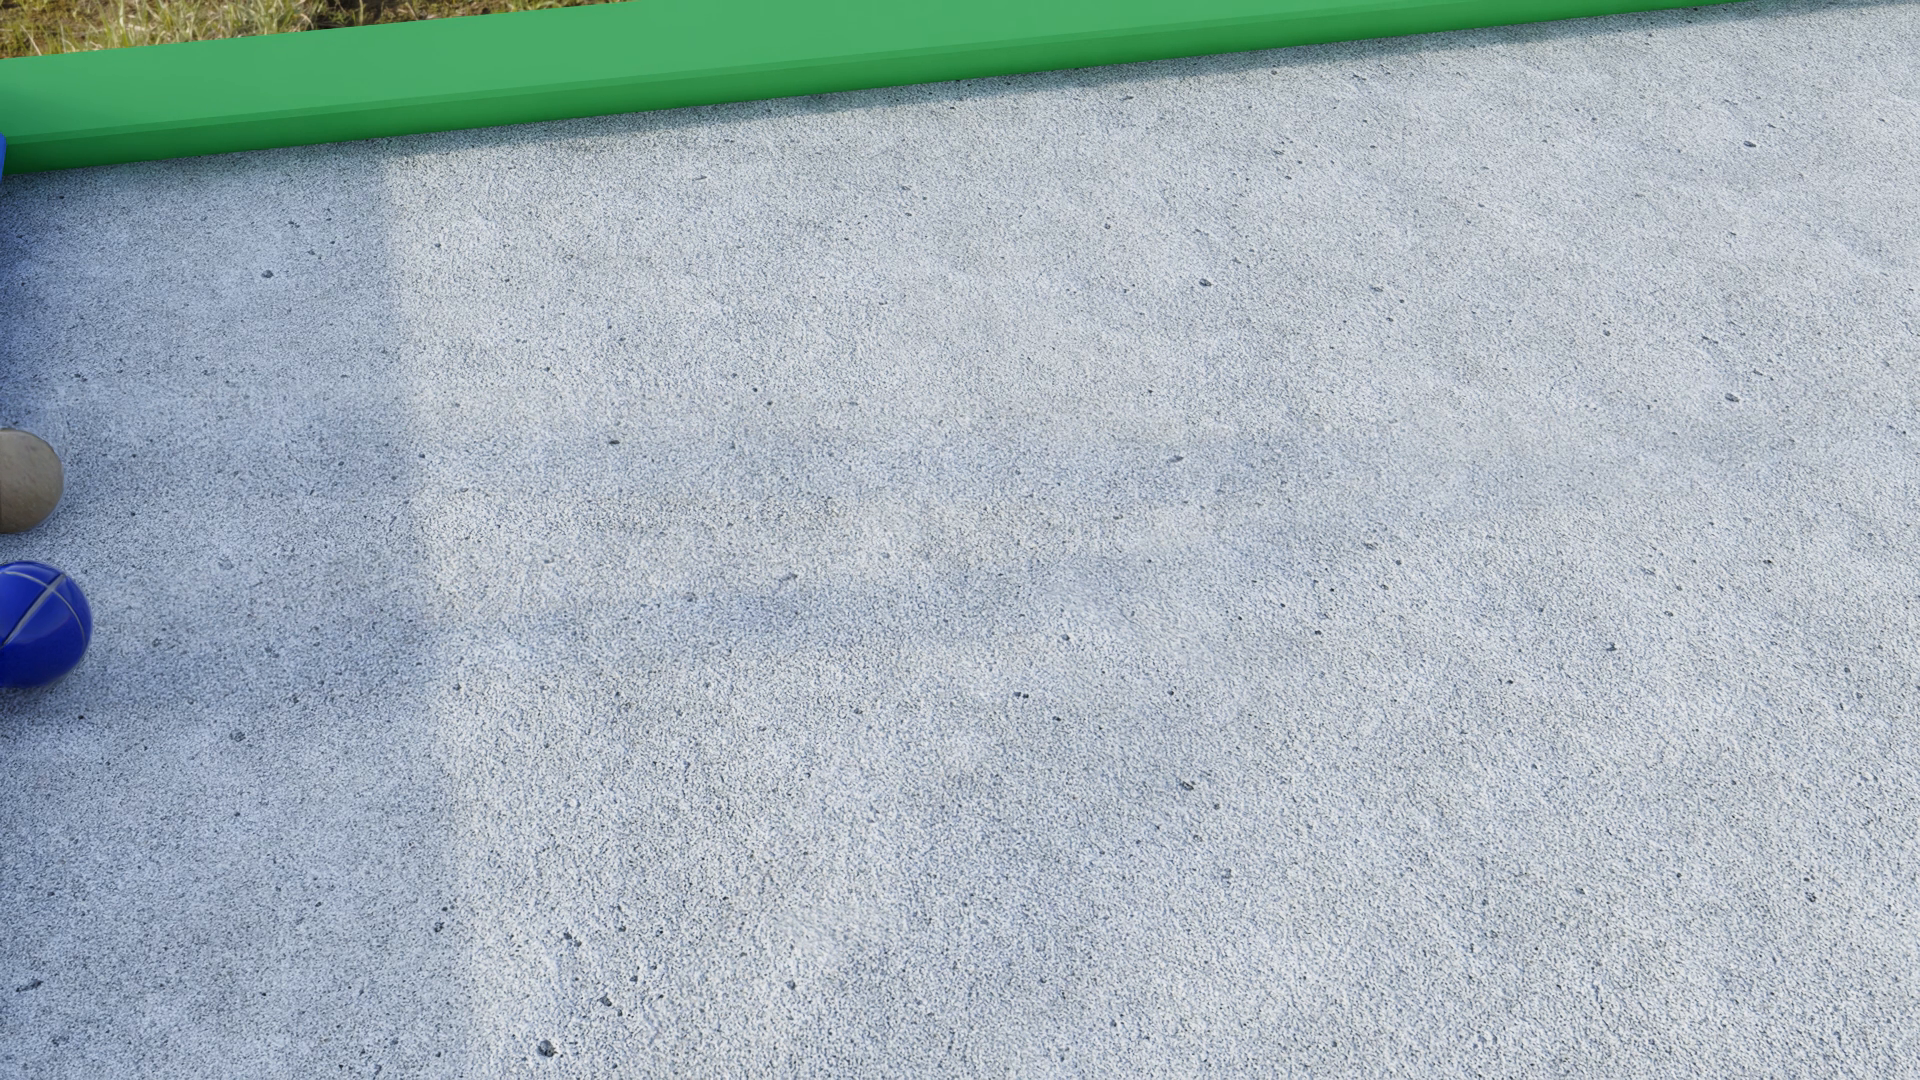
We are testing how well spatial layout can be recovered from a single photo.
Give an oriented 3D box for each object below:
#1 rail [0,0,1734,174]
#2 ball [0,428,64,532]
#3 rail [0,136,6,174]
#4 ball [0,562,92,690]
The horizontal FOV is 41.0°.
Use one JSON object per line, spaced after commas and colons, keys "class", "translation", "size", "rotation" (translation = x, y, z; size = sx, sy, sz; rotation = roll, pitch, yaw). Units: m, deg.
{"class": "rail", "translation": [0.496, -0.499, 2.297], "size": [2.680, 0.100, 0.045], "rotation": [-8, 36, -10]}
{"class": "ball", "translation": [-0.624, -0.040, 1.685], "size": [0.068, 0.068, 0.068], "rotation": [0, 36, 0]}
{"class": "rail", "translation": [-0.630, 0.072, 1.501], "size": [0.045, 0.100, 1.456], "rotation": [-8, 36, -10]}
{"class": "ball", "translation": [-0.566, 0.052, 1.551], "size": [0.077, 0.077, 0.077], "rotation": [0, 36, 0]}
